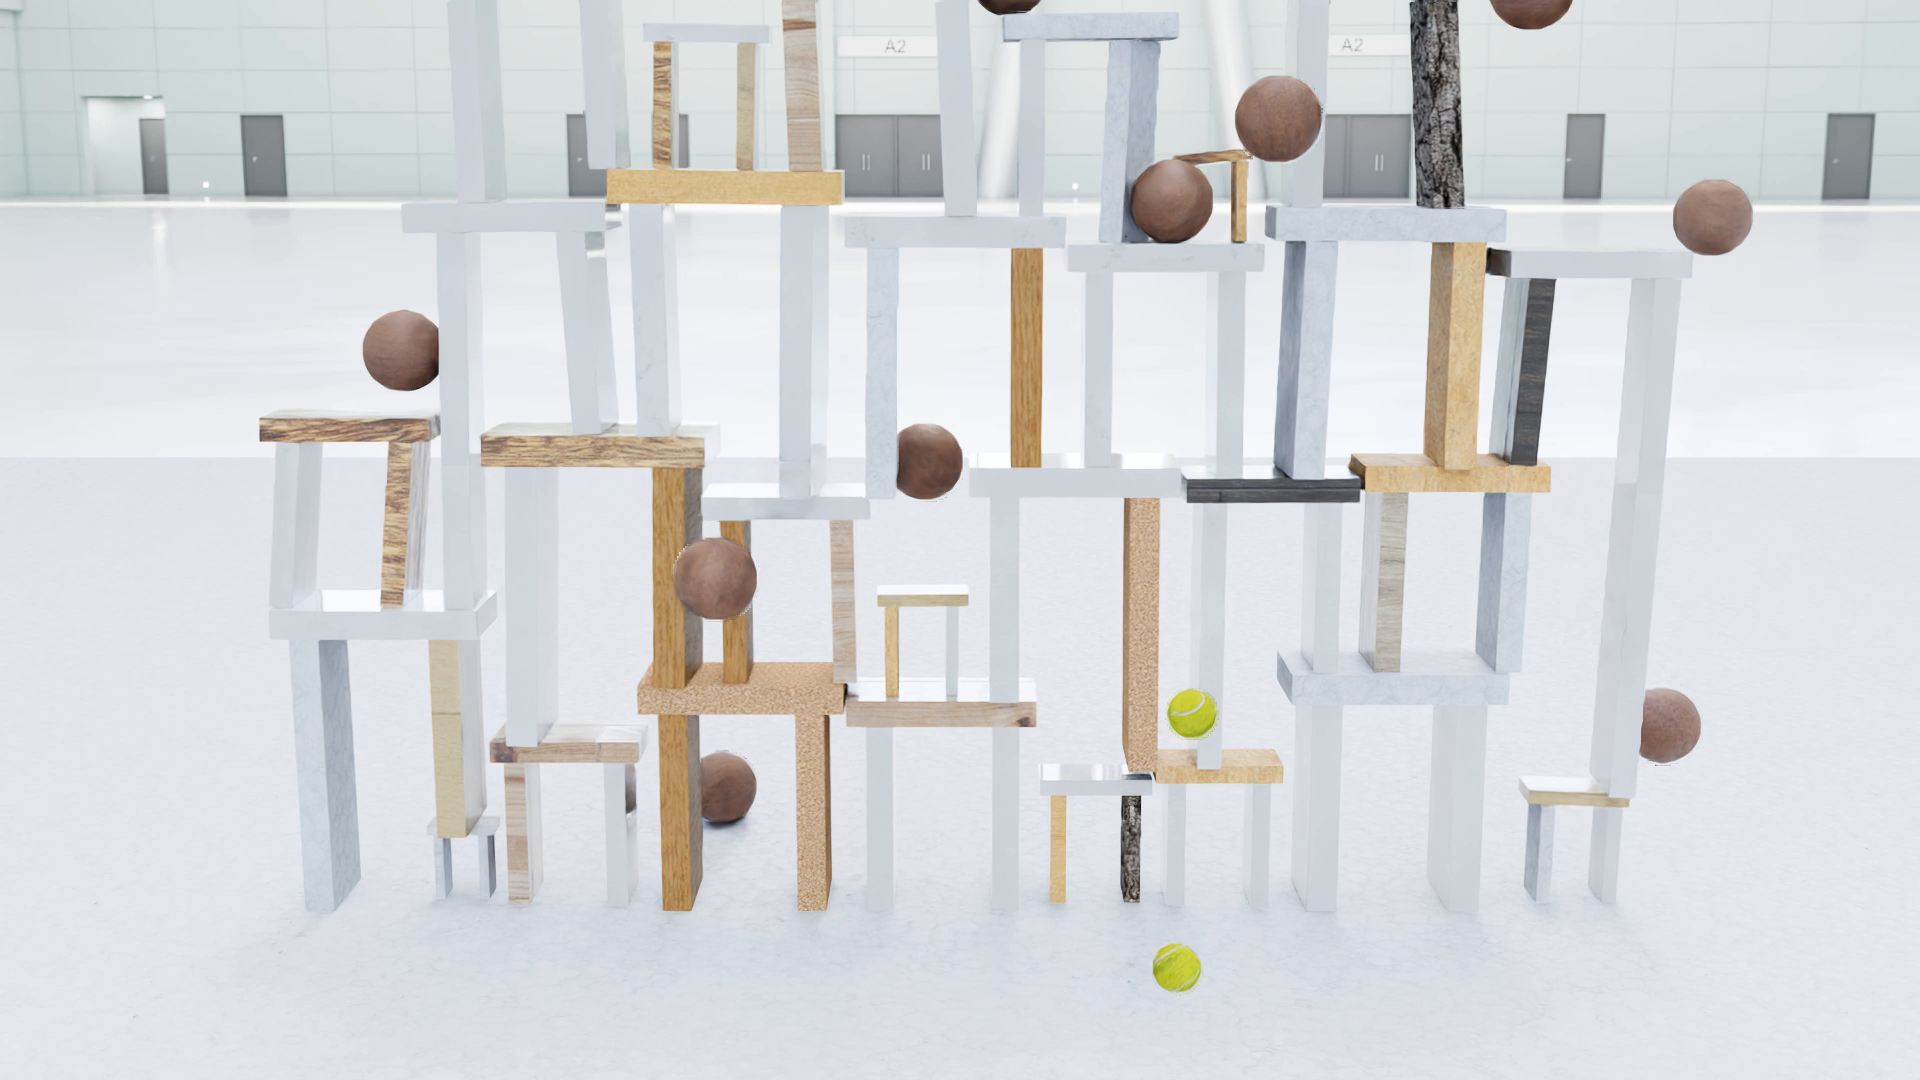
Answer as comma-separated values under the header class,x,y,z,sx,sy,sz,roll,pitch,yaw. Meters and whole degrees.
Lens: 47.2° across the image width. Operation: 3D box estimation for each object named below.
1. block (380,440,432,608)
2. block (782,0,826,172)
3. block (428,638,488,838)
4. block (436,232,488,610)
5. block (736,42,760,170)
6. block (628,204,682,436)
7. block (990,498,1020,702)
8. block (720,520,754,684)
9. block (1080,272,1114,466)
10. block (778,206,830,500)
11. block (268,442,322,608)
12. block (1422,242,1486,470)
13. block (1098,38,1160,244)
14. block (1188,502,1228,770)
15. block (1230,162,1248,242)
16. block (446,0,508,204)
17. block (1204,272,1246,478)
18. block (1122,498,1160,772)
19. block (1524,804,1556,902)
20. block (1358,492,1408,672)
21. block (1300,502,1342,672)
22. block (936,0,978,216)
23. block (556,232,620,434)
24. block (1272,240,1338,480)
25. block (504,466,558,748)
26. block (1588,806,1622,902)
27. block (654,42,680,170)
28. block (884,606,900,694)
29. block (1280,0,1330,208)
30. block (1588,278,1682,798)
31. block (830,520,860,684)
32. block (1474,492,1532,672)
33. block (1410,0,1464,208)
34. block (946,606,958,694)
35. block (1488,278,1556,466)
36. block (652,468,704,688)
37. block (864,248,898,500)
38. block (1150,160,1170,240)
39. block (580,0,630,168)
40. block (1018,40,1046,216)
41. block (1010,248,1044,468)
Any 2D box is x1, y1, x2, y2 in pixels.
class,x,y,z,sx,sy,sz,roll,pitch,yaw
block,-0.895,-0.035,3.553,0.038,0.266,0.133,6,11,-1
block,-0.243,-0.756,3.415,0.051,0.358,0.179,-2,11,-1
block,-0.824,0.306,3.611,0.047,0.329,0.165,0,11,0
block,-0.797,-0.196,3.526,0.045,0.594,0.157,1,11,-4
block,-0.330,-0.674,3.425,0.027,0.192,0.096,2,10,-1
block,-0.480,-0.354,3.478,0.051,0.357,0.179,-1,11,-1
block,0.071,0.082,3.575,0.047,0.333,0.167,0,10,0
block,-0.362,0.088,3.579,0.038,0.266,0.133,0,10,0
block,0.218,-0.279,3.511,0.043,0.304,0.152,0,10,1
block,-0.248,-0.305,3.504,0.051,0.457,0.179,2,11,5
block,-1.072,-0.035,3.553,0.038,0.265,0.133,6,11,-1
block,0.784,-0.300,3.493,0.050,0.352,0.176,0,11,1
block,0.267,-0.626,3.459,0.038,0.310,0.134,7,12,23
block,0.402,0.144,3.583,0.039,0.436,0.138,0,10,-1
block,0.441,-0.535,3.473,0.018,0.124,0.062,0,8,-1
block,-0.753,-0.706,3.429,0.043,0.352,0.152,-1,11,1
block,0.423,-0.270,3.515,0.043,0.324,0.152,-1,10,-1
block,0.294,0.138,3.583,0.047,0.447,0.167,0,10,1
block,0.962,0.510,3.651,0.023,0.164,0.082,0,11,0
block,0.687,0.055,3.574,0.041,0.293,0.146,1,11,0
block,0.587,0.064,3.572,0.039,0.275,0.138,0,10,0
block,-0.007,-0.723,3.426,0.051,0.426,0.179,-2,10,0
block,-0.591,-0.335,3.499,0.045,0.315,0.158,-3,11,2
block,0.550,-0.293,3.510,0.050,0.371,0.176,1,10,-3
block,-0.697,0.093,3.583,0.050,0.454,0.177,2,11,0
block,1.071,0.510,3.652,0.023,0.164,0.082,1,10,-1
block,-0.457,-0.675,3.421,0.027,0.192,0.096,2,10,0
block,-0.111,0.173,3.595,0.021,0.147,0.073,0,10,0
block,0.538,-0.689,3.437,0.047,0.330,0.165,1,11,2
block,1.091,-0.006,3.563,0.042,0.837,0.147,2,10,3
block,-0.186,0.087,3.579,0.038,0.266,0.133,-1,10,0
block,0.883,0.055,3.574,0.041,0.293,0.146,1,11,0
block,0.743,-0.688,3.430,0.047,0.330,0.165,-4,11,3
block,-0.013,0.172,3.596,0.021,0.147,0.073,0,10,0
block,0.896,-0.275,3.513,0.042,0.293,0.147,3,10,-1
block,-0.456,0.047,3.558,0.050,0.354,0.177,2,11,3
block,-0.125,-0.272,3.508,0.048,0.391,0.171,1,11,-2
block,0.324,-0.547,3.565,0.018,0.124,0.062,6,-2,2
block,-0.551,-0.731,3.410,0.043,0.303,0.152,-2,10,0
block,0.111,-0.645,3.444,0.038,0.267,0.134,0,10,0
block,0.106,-0.298,3.510,0.048,0.342,0.171,0,11,1
